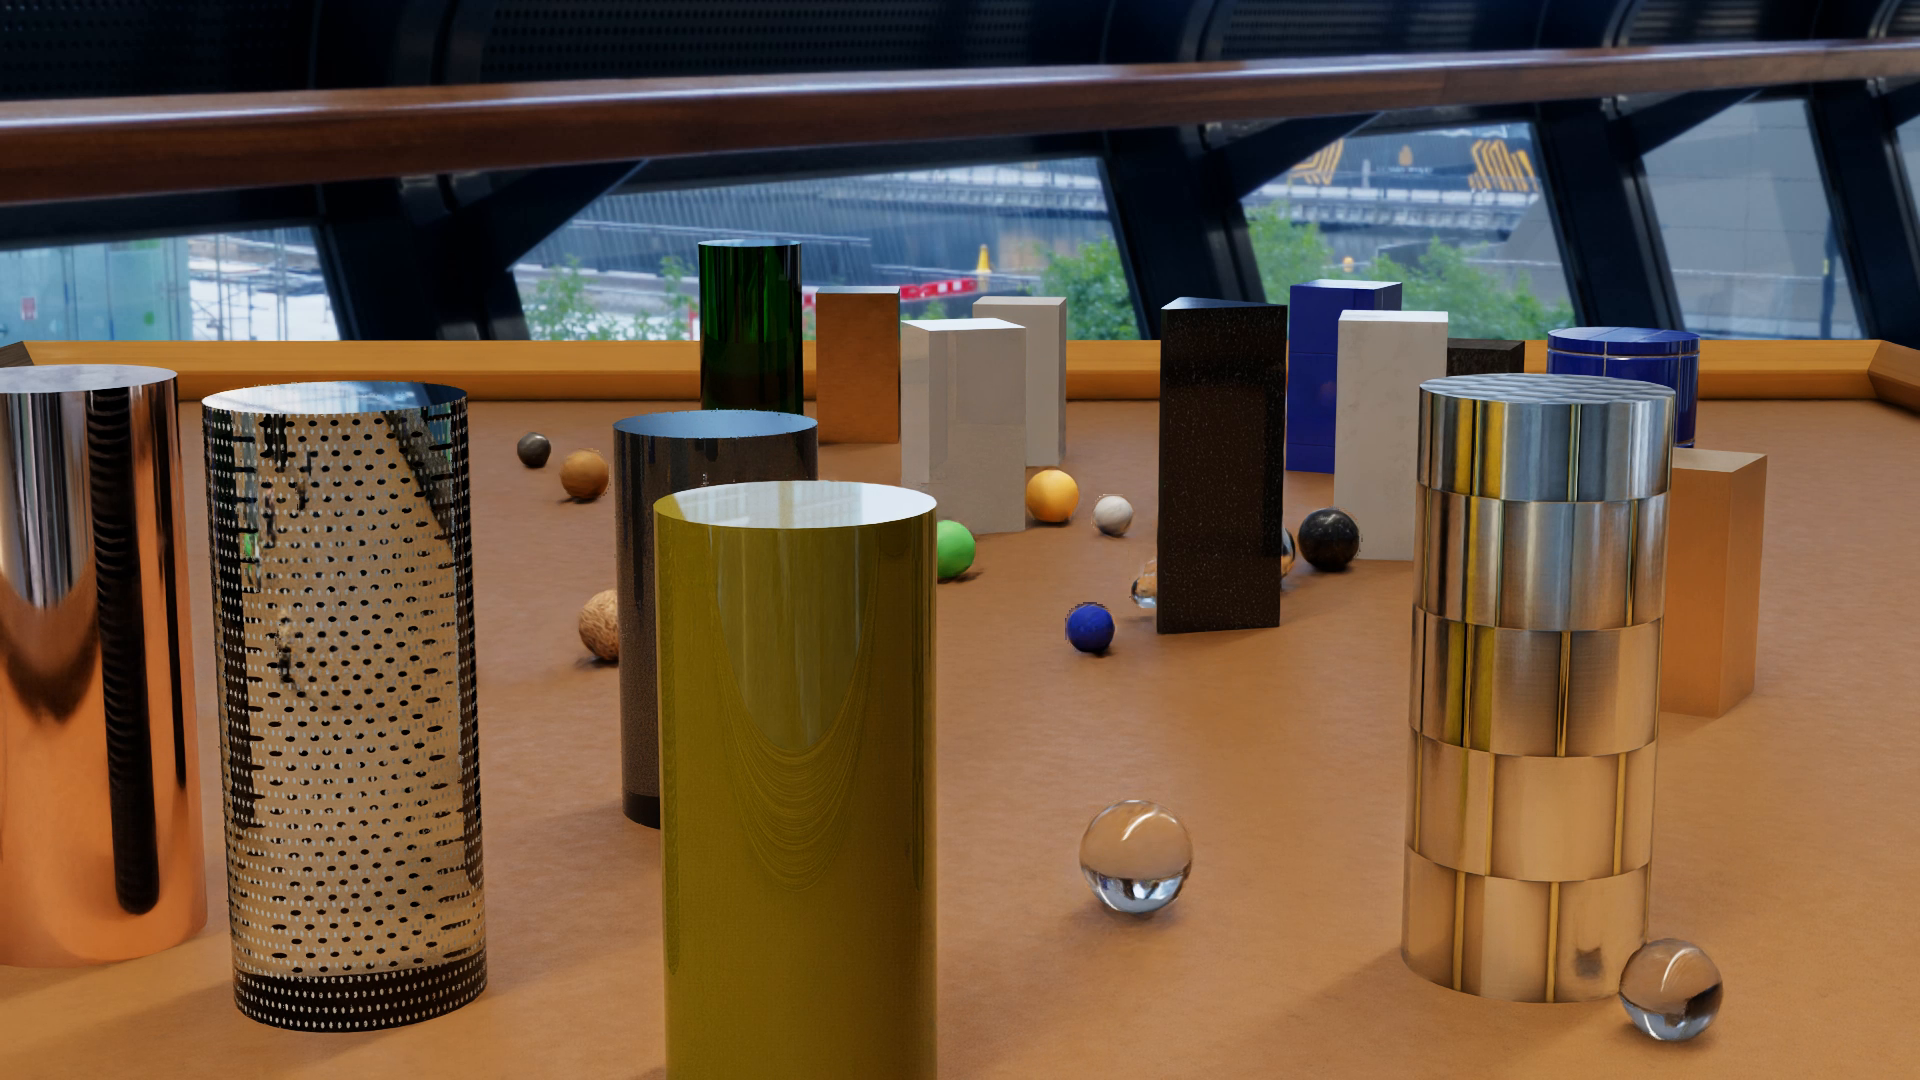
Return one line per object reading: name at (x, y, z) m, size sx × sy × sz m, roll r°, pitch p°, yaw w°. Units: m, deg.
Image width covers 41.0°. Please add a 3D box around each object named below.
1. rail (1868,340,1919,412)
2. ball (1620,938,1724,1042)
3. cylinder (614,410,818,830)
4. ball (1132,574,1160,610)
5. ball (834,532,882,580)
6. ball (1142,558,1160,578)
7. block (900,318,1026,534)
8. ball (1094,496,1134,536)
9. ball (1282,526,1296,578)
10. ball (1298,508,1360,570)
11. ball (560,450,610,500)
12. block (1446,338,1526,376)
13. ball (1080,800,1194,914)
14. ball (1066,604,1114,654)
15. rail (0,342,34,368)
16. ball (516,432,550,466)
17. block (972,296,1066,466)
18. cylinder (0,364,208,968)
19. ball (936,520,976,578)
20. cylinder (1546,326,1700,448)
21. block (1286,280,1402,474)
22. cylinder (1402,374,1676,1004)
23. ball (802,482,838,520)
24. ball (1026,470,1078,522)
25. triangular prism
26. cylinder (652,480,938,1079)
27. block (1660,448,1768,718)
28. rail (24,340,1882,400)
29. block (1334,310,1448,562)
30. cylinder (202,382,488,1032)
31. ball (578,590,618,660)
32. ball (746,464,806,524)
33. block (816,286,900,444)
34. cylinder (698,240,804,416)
rail at (2.023, 0.031, 3.460) m, size 0.045 × 0.129 × 4.490 m, roll 0°, pitch 10°, yaw 0°
ball at (0.538, 0.340, 1.940) m, size 0.076 × 0.076 × 0.076 m, roll 0°, pitch 10°, yaw 0°
cylinder at (-0.237, 0.076, 2.523) m, size 0.198 × 0.384 × 0.198 m, roll 0°, pitch 10°, yaw 0°
ball at (0.250, 0.069, 3.404) m, size 0.046 × 0.046 × 0.046 m, roll 0°, pitch 10°, yaw 0°
ball at (-0.145, 0.024, 3.669) m, size 0.068 × 0.068 × 0.068 m, roll 0°, pitch 10°, yaw 0°
ball at (0.279, 0.050, 3.580) m, size 0.049 × 0.049 × 0.049 m, roll 0°, pitch 10°, yaw 0°
block at (0.004, -0.182, 4.083) m, size 0.158 × 0.323 × 0.158 m, roll -3°, pitch 11°, yaw -17°
ball at (0.240, -0.038, 4.018) m, size 0.063 × 0.063 × 0.063 m, roll 0°, pitch 10°, yaw 0°
ball at (0.424, 0.017, 3.625) m, size 0.099 × 0.099 × 0.099 m, roll 0°, pitch 10°, yaw 0°
ball at (0.539, -0.002, 3.746) m, size 0.091 × 0.091 × 0.091 m, roll 0°, pitch 10°, yaw 0°
ball at (-0.636, -0.110, 4.348) m, size 0.084 × 0.084 × 0.084 m, roll 0°, pitch 10°, yaw 0°
block at (0.865, -0.204, 4.369) m, size 0.158 × 0.262 × 0.158 m, roll 4°, pitch 11°, yaw 21°
ball at (0.153, 0.275, 2.229) m, size 0.099 × 0.099 × 0.099 m, roll 0°, pitch 10°, yaw 0°
ball at (0.163, 0.112, 3.216) m, size 0.061 × 0.061 × 0.061 m, roll 0°, pitch 10°, yaw 0°
rail at (-2.023, 0.035, 3.437) m, size 0.045 × 0.129 × 4.490 m, roll 0°, pitch 10°, yaw 0°
ball at (-0.783, -0.166, 4.711) m, size 0.062 × 0.062 × 0.062 m, roll 0°, pitch 10°, yaw 0°
block at (0.112, -0.296, 4.771) m, size 0.158 × 0.297 × 0.158 m, roll 1°, pitch 11°, yaw 7°
cylinder at (-0.746, 0.099, 2.150) m, size 0.198 × 0.473 × 0.198 m, roll 0°, pitch 10°, yaw 0°
ball at (-0.019, 0.014, 3.686) m, size 0.083 × 0.083 × 0.083 m, roll 0°, pitch 10°, yaw 0°
cylinder at (0.886, -0.092, 3.461) m, size 0.198 × 0.372 × 0.198 m, roll 0°, pitch 10°, yaw 0°
block at (0.700, -0.298, 4.677) m, size 0.158 × 0.336 × 0.158 m, roll 5°, pitch 12°, yaw 27°
cylinder at (0.464, 0.113, 2.072) m, size 0.198 × 0.474 × 0.198 m, roll 0°, pitch 10°, yaw 0°
ball at (-0.229, -0.064, 4.165) m, size 0.060 × 0.060 × 0.060 m, roll 0°, pitch 10°, yaw 0°
ball at (0.148, -0.071, 4.132) m, size 0.086 × 0.086 × 0.086 m, roll 0°, pitch 10°, yaw 0°
triangular prism at (0.319, -0.103, 3.382) m, size 0.171 × 0.422 × 0.148 m, roll -3°, pitch 11°, yaw -16°
cylinder at (-0.115, 0.183, 1.831) m, size 0.198 × 0.425 × 0.198 m, roll 0°, pitch 10°, yaw 0°
block at (0.829, 0.044, 2.977) m, size 0.158 × 0.281 × 0.158 m, roll 6°, pitch 12°, yaw 30°
rail at (-0.013, -0.371, 5.633) m, size 4.094 × 0.129 × 0.045 m, roll 0°, pitch 10°, yaw 0°
block at (0.649, -0.160, 3.868) m, size 0.158 × 0.357 × 0.158 m, roll 2°, pitch 11°, yaw 10°
cylinder at (-0.478, 0.124, 2.010) m, size 0.198 × 0.476 × 0.198 m, roll 0°, pitch 10°, yaw 0°
ball at (-0.428, 0.105, 3.175) m, size 0.088 × 0.088 × 0.088 m, roll 0°, pitch 10°, yaw 0°
ball at (-0.295, -0.074, 4.116) m, size 0.097 × 0.097 × 0.097 m, roll 0°, pitch 10°, yaw 0°
block at (-0.199, -0.347, 5.054) m, size 0.158 × 0.293 × 0.158 m, roll 0°, pitch 10°, yaw 1°
cylinder at (-0.400, -0.372, 4.914) m, size 0.198 × 0.393 × 0.198 m, roll 0°, pitch 10°, yaw 0°
